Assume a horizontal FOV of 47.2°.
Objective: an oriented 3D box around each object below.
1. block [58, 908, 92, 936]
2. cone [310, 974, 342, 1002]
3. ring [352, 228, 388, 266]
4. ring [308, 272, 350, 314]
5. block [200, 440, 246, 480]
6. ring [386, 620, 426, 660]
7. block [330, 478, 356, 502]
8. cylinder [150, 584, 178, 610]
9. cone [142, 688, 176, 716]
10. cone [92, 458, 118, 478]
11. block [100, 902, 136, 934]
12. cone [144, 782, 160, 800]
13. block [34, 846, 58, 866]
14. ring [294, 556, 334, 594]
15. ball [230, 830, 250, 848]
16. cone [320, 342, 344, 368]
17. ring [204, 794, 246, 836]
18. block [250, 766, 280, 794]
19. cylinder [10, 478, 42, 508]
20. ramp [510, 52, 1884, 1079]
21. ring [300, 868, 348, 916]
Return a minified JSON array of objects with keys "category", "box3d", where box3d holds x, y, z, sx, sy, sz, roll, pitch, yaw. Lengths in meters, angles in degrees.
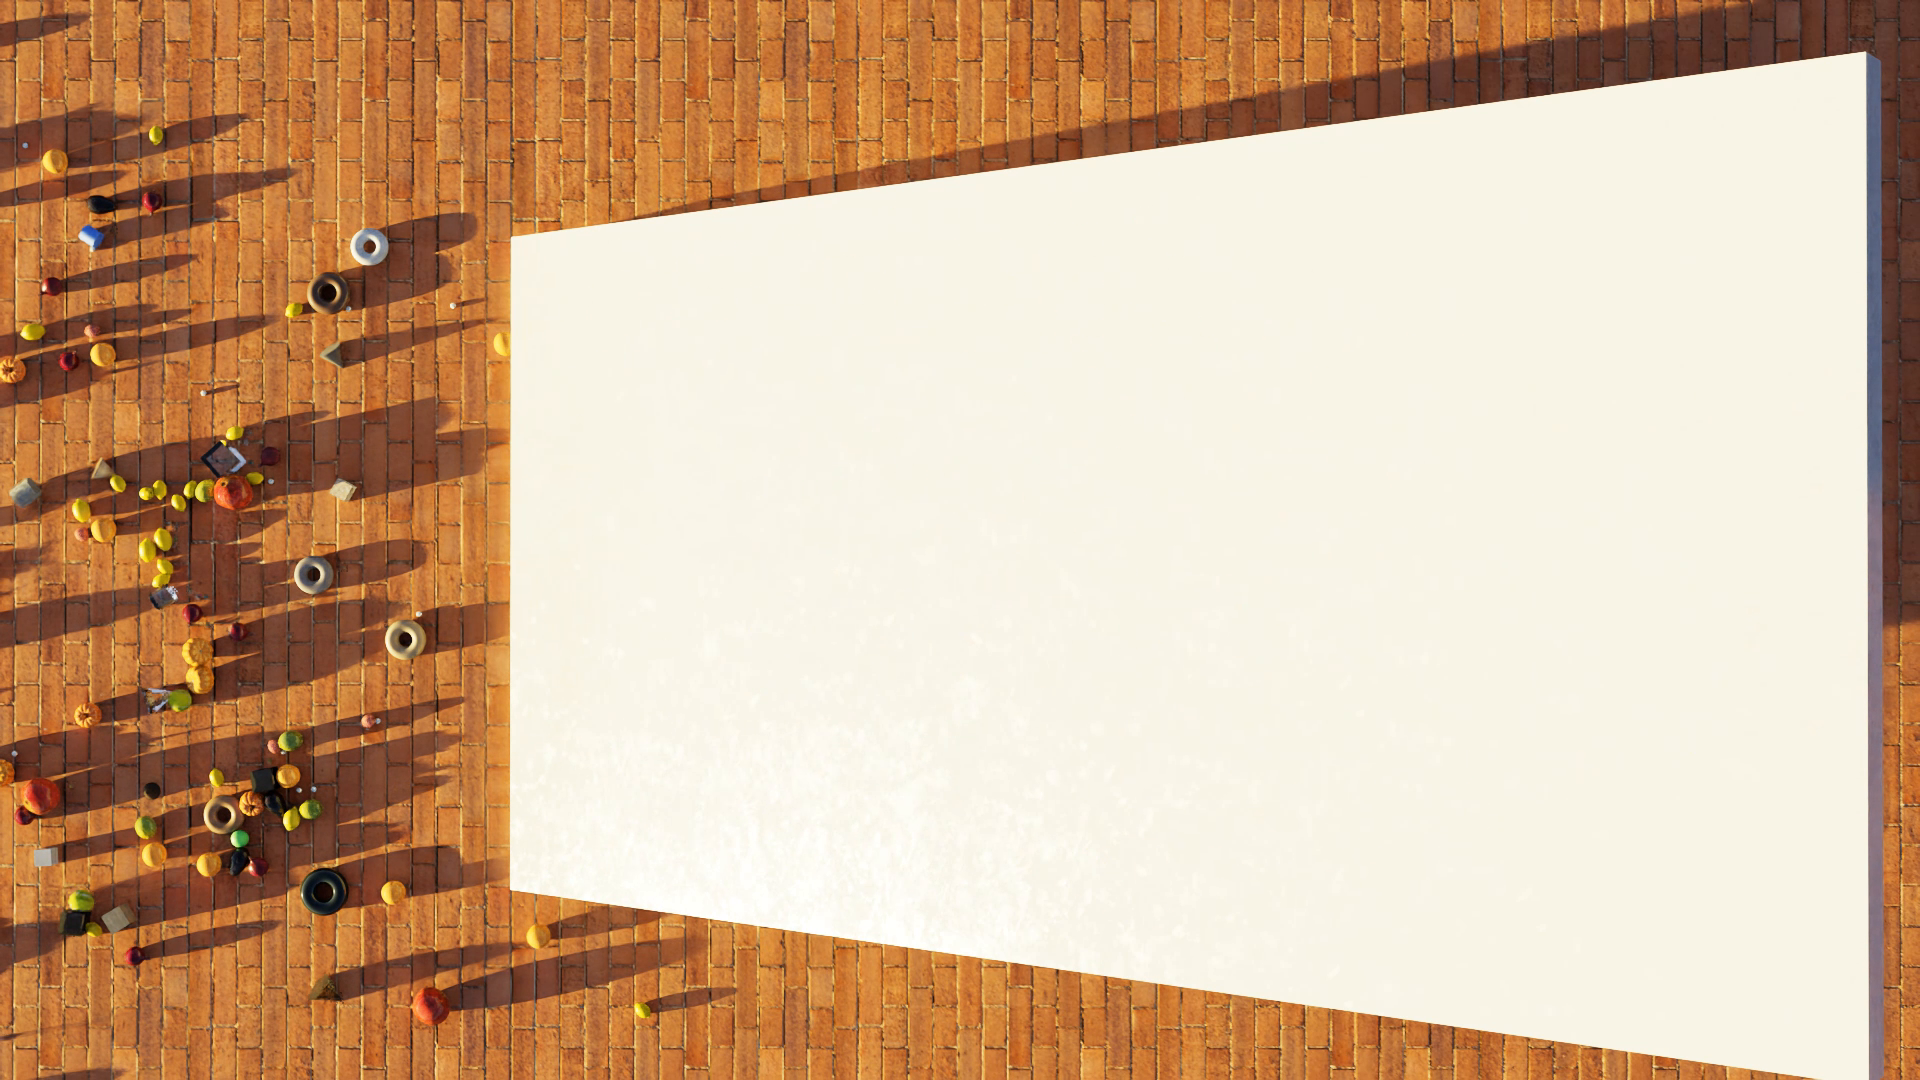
[{"category":"block","box3d":[-2.728,1.179,6.779,0.067,0.067,0.067,8,90,0]},{"category":"cone","box3d":[-1.944,1.403,6.790,0.090,0.090,0.090,40,90,-26]},{"category":"ring","box3d":[-1.827,-0.907,6.807,0.116,0.039,0.116,0,91,-1]},{"category":"ring","box3d":[-1.952,-0.763,6.803,0.135,0.045,0.135,0,89,-1]},{"category":"block","box3d":[-2.270,-0.247,6.780,0.083,0.083,0.083,-41,90,0]},{"category":"ring","box3d":[-1.713,0.308,6.797,0.126,0.042,0.126,0,90,1]},{"category":"block","box3d":[-1.906,-0.154,6.795,0.052,0.052,0.052,29,90,0]},{"category":"cylinder","box3d":[-2.459,0.177,6.789,0.060,0.060,0.060,-31,90,-3]},{"category":"cone","box3d":[-2.466,0.485,6.795,0.094,0.094,0.094,-18,90,-27]},{"category":"cone","box3d":[-2.637,-0.208,6.805,0.072,0.072,0.072,27,90,-26]},{"category":"block","box3d":[-2.592,1.167,6.780,0.065,0.065,0.065,-31,90,0]},{"category":"cone","box3d":[-2.504,0.778,6.788,0.054,0.054,0.054,0,90,0]},{"category":"block","box3d":[-2.821,0.978,6.787,0.052,0.052,0.052,-4,90,0]},{"category":"ring","box3d":[-1.997,0.107,6.799,0.120,0.040,0.120,0,88,0]},{"category":"ball","box3d":[-2.222,0.922,6.787,0.054,0.054,0.054,0,90,0]},{"category":"cone","box3d":[-1.930,-0.560,6.807,0.074,0.074,0.074,-32,116,0]},{"category":"ring","box3d":[-2.272,0.849,6.794,0.127,0.042,0.127,0,90,-1]},{"category":"block","box3d":[-2.143,0.739,6.782,0.066,0.066,0.066,-9,90,0]},{"category":"cylinder","box3d":[-2.883,-0.144,6.788,0.066,0.066,0.066,-37,90,0]},{"category":"ramp","box3d":[0.220,0.063,5.536,4.000,0.100,2.000,0,90,38]},{"category":"ring","box3d":[-1.962,1.086,6.788,0.149,0.050,0.149,0,89,-1]}]
